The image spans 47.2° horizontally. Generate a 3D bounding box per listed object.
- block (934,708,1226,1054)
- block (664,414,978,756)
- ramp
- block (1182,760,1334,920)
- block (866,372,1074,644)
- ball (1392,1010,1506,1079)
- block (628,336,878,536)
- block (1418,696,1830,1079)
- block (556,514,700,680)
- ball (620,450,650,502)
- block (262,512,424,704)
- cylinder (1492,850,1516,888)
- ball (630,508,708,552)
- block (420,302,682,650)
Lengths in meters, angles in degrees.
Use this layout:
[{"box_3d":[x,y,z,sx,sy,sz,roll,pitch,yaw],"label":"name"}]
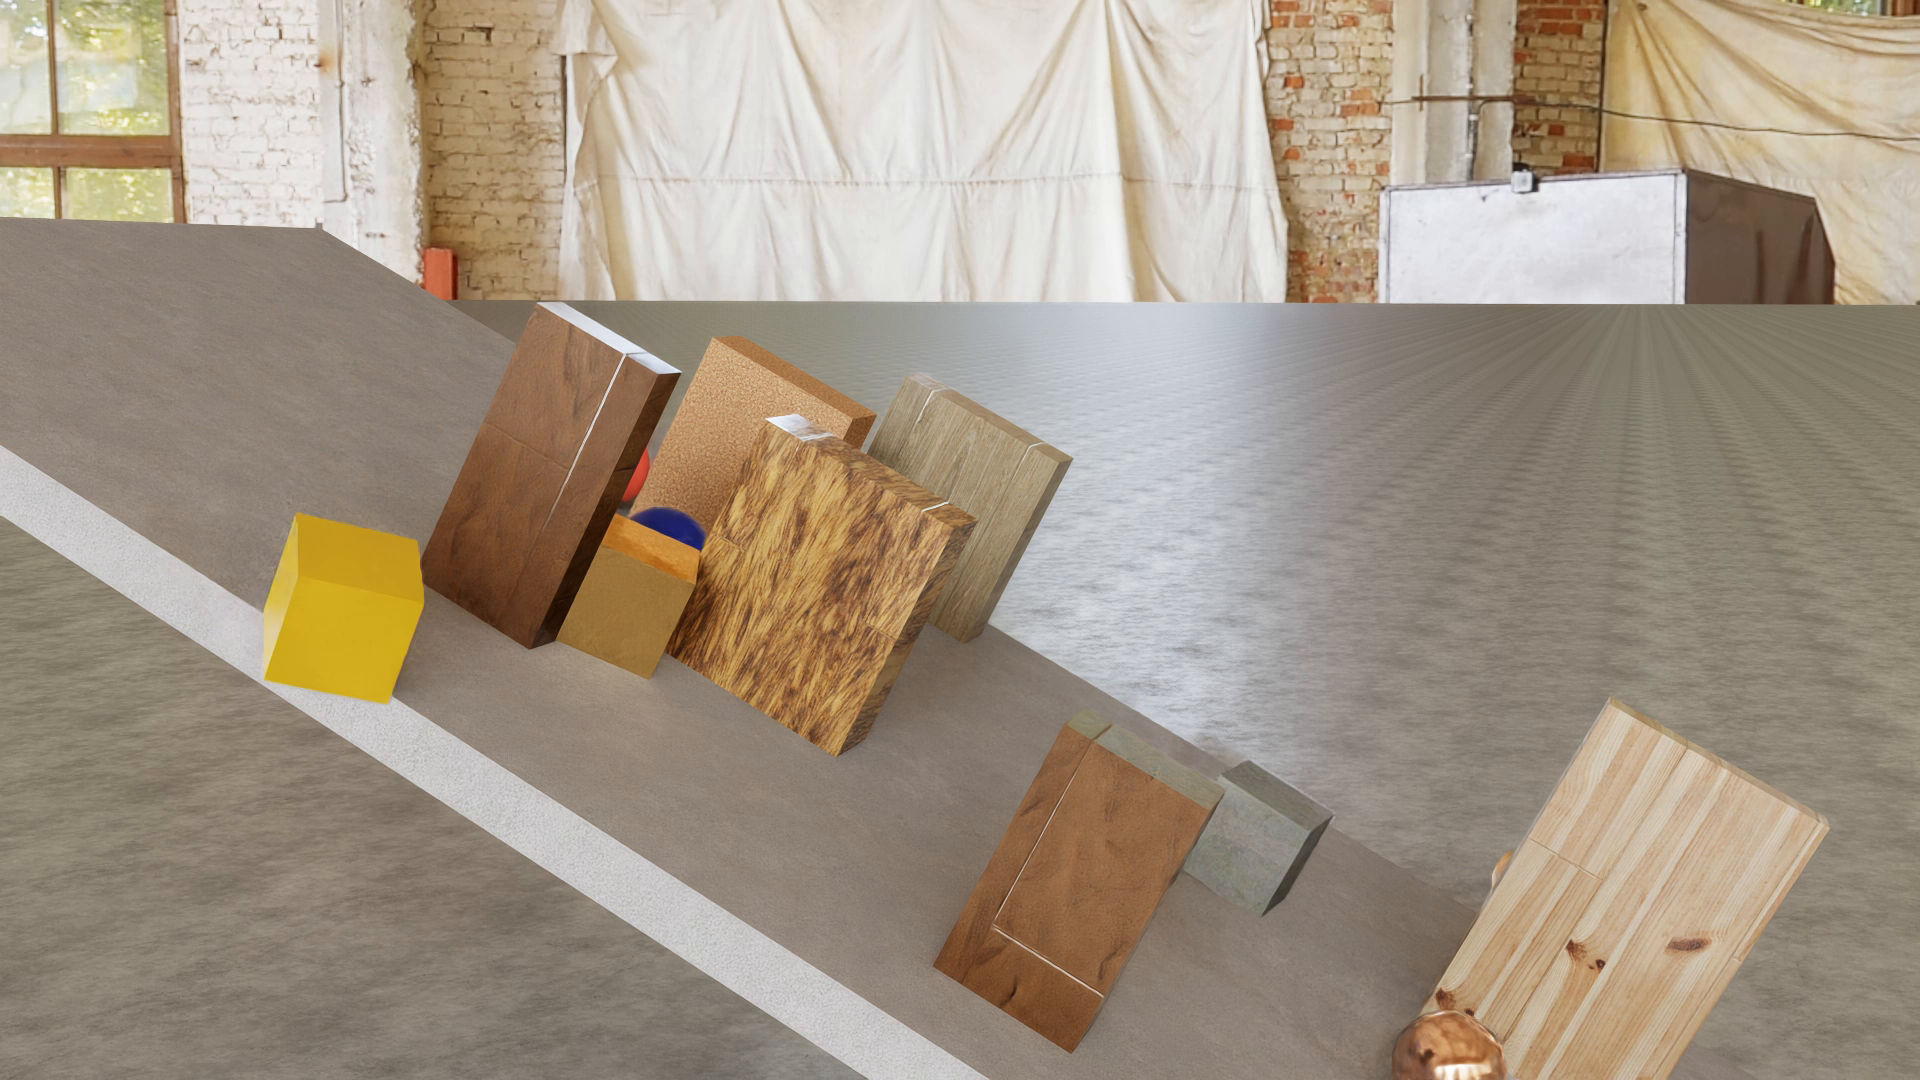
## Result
[{"box_3d":[0.178,0.506,3.286,0.244,0.432,0.133,30,14,12],"label":"block"},{"box_3d":[-0.258,0.078,3.937,0.390,0.468,0.150,30,14,12],"label":"block"},{"box_3d":[-0.221,0.367,4.147,4.000,0.100,2.000,30,14,12],"label":"ramp"},{"box_3d":[0.567,0.575,4.245,0.199,0.199,0.199,32,15,18],"label":"block"},{"box_3d":[-0.036,-0.073,4.901,0.394,0.460,0.129,30,14,12],"label":"block"},{"box_3d":[0.810,0.875,3.646,0.187,0.187,0.187,0,7,0],"label":"ball"},{"box_3d":[-0.429,-0.152,4.536,0.340,0.422,0.149,30,14,12],"label":"block"},{"box_3d":[1.189,0.687,3.979,0.422,0.688,0.081,30,14,12],"label":"block"},{"box_3d":[-0.587,0.092,3.850,0.192,0.192,0.192,24,14,-11],"label":"block"},{"box_3d":[-0.726,-0.159,4.534,0.169,0.169,0.169,0,7,0],"label":"ball"},{"box_3d":[-0.913,0.101,3.249,0.181,0.181,0.181,14,25,-25],"label":"block"},{"box_3d":[1.657,1.000,6.329,0.177,0.177,0.177,-4,8,-31],"label":"cylinder"},{"box_3d":[-0.555,0.042,4.068,0.201,0.201,0.201,0,7,0],"label":"ball"},{"box_3d":[-0.693,-0.107,3.679,0.245,0.523,0.090,30,14,12],"label":"block"}]
